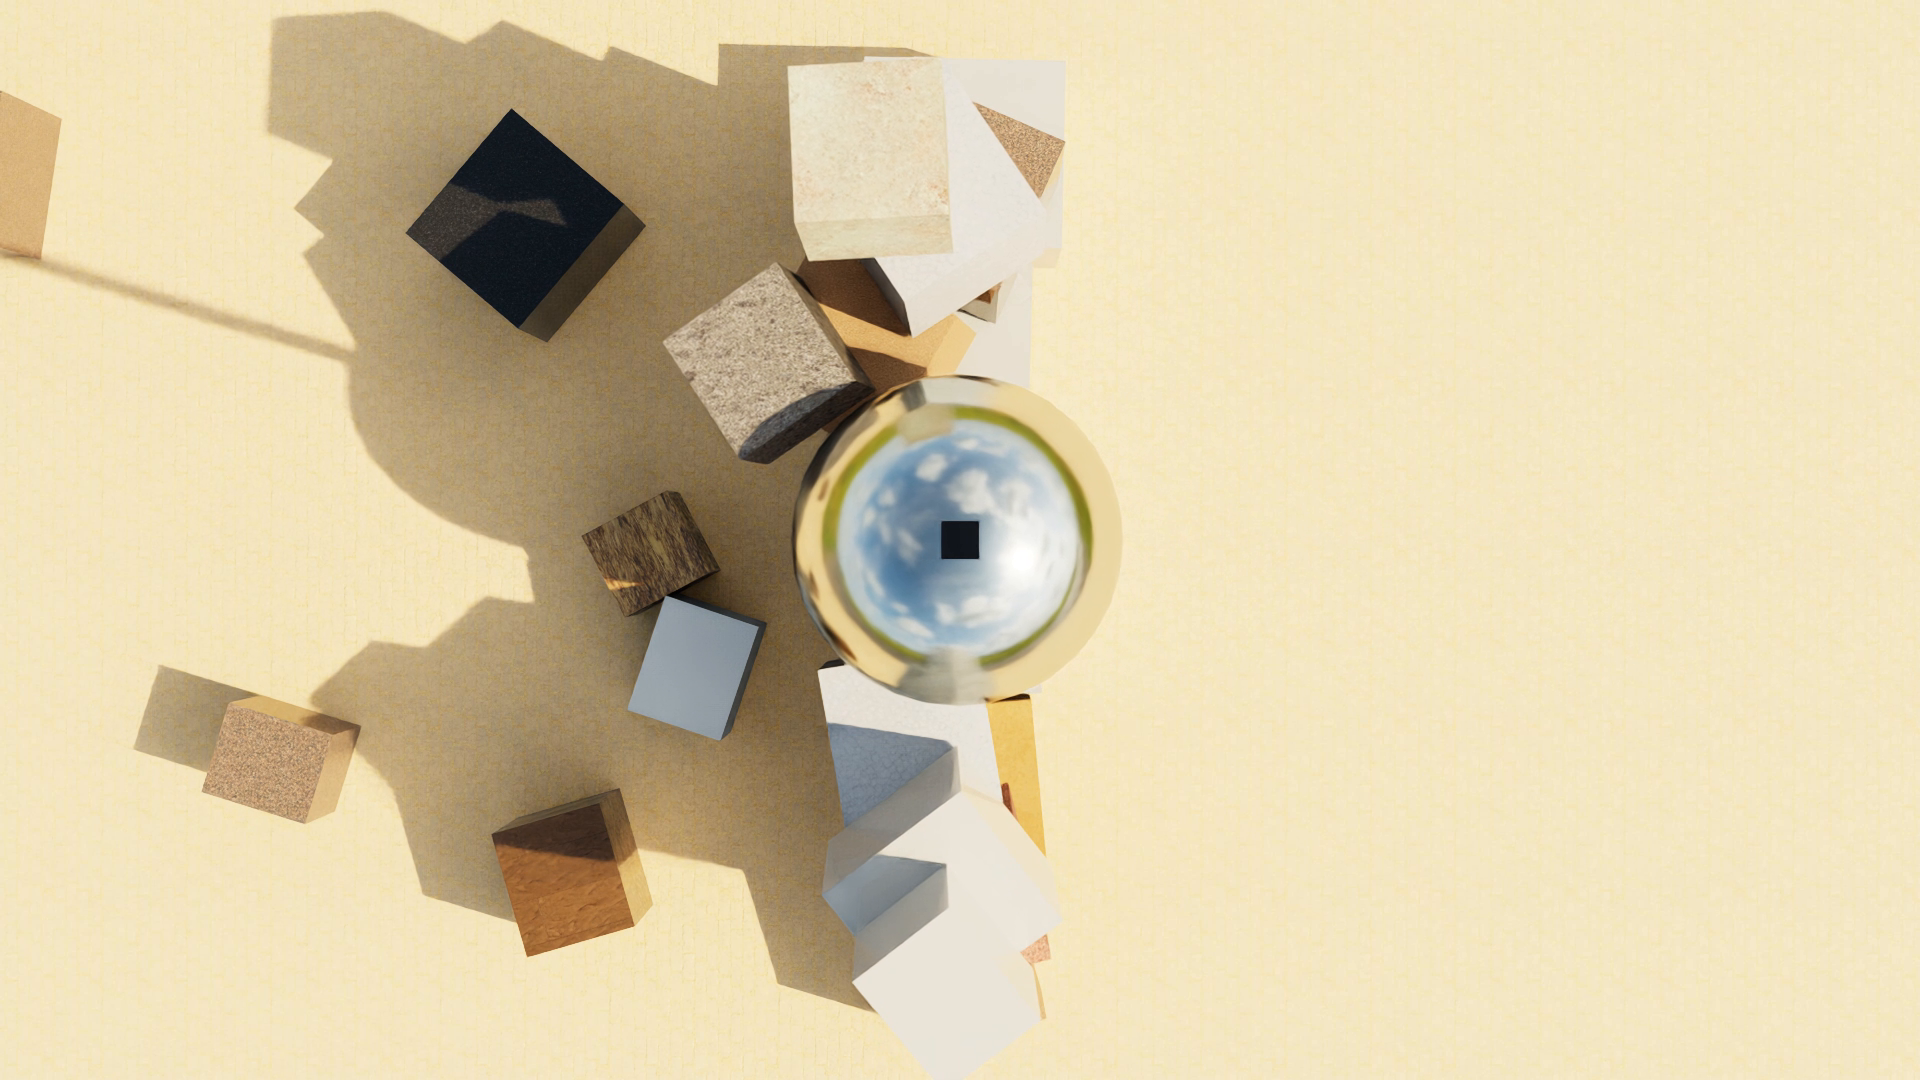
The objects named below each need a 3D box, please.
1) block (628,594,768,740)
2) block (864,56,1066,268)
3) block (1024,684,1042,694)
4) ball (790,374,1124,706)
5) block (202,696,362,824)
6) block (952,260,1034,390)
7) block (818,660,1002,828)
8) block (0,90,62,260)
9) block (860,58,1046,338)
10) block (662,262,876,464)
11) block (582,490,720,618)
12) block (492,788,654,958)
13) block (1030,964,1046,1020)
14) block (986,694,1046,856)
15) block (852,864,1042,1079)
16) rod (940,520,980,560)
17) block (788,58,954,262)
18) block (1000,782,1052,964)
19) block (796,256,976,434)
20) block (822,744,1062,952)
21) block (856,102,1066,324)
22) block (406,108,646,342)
[{"bbox_3d":[-1.508,0.724,12.706,0.554,0.587,0.680,19,90,0],"label":"block"},{"bbox_3d":[0.017,-2.136,12.559,1.110,0.881,1.034,1,90,0],"label":"block"},{"bbox_3d":[-0.002,0.476,12.582,0.906,0.836,0.748,0,90,0],"label":"block"},{"bbox_3d":[-0.014,0.000,10.577,1.600,1.600,1.600,0,90,0],"label":"ball"},{"bbox_3d":[-3.909,1.261,12.702,0.615,0.595,0.529,17,90,0],"label":"block"},{"bbox_3d":[-0.051,-1.138,12.530,0.881,0.941,0.954,2,90,0],"label":"block"},{"bbox_3d":[-0.253,0.996,11.629,0.816,0.848,0.819,-10,90,0],"label":"block"},{"bbox_3d":[-5.713,-2.124,12.592,0.690,0.816,0.843,9,90,0],"label":"block"},{"bbox_3d":[-0.163,-1.654,10.762,0.796,0.781,0.898,-33,83,-3],"label":"block"},{"bbox_3d":[-0.928,-0.858,10.860,0.674,0.650,0.690,-34,86,6],"label":"block"},{"bbox_3d":[-1.778,0.079,12.723,0.549,0.553,0.524,-28,90,0],"label":"block"},{"bbox_3d":[-2.213,1.897,12.629,0.627,0.742,0.717,-16,90,0],"label":"block"},{"bbox_3d":[0.007,2.405,12.595,0.758,0.811,0.751,-17,90,0],"label":"block"},{"bbox_3d":[-0.052,1.428,12.527,0.987,0.947,1.017,-5,90,0],"label":"block"},{"bbox_3d":[-0.065,1.989,10.047,0.545,0.661,0.659,-38,97,4],"label":"block"},{"bbox_3d":[-0.006,0.000,7.177,0.080,5.200,0.080,0,90,0],"label":"rod"},{"bbox_3d":[-0.398,-1.728,10.054,0.681,0.654,0.717,-3,82,1],"label":"block"},{"bbox_3d":[0.026,1.830,11.663,0.706,0.755,0.789,-15,96,1],"label":"block"},{"bbox_3d":[-0.525,-0.972,11.601,0.828,0.916,0.834,30,93,6],"label":"block"},{"bbox_3d":[-0.092,1.665,10.788,0.825,0.901,0.795,-37,97,4],"label":"block"},{"bbox_3d":[-0.035,-1.783,11.631,0.879,0.880,0.852,24,85,2],"label":"block"},{"bbox_3d":[-2.459,-1.776,12.571,0.816,0.858,0.905,40,90,0],"label":"block"}]
